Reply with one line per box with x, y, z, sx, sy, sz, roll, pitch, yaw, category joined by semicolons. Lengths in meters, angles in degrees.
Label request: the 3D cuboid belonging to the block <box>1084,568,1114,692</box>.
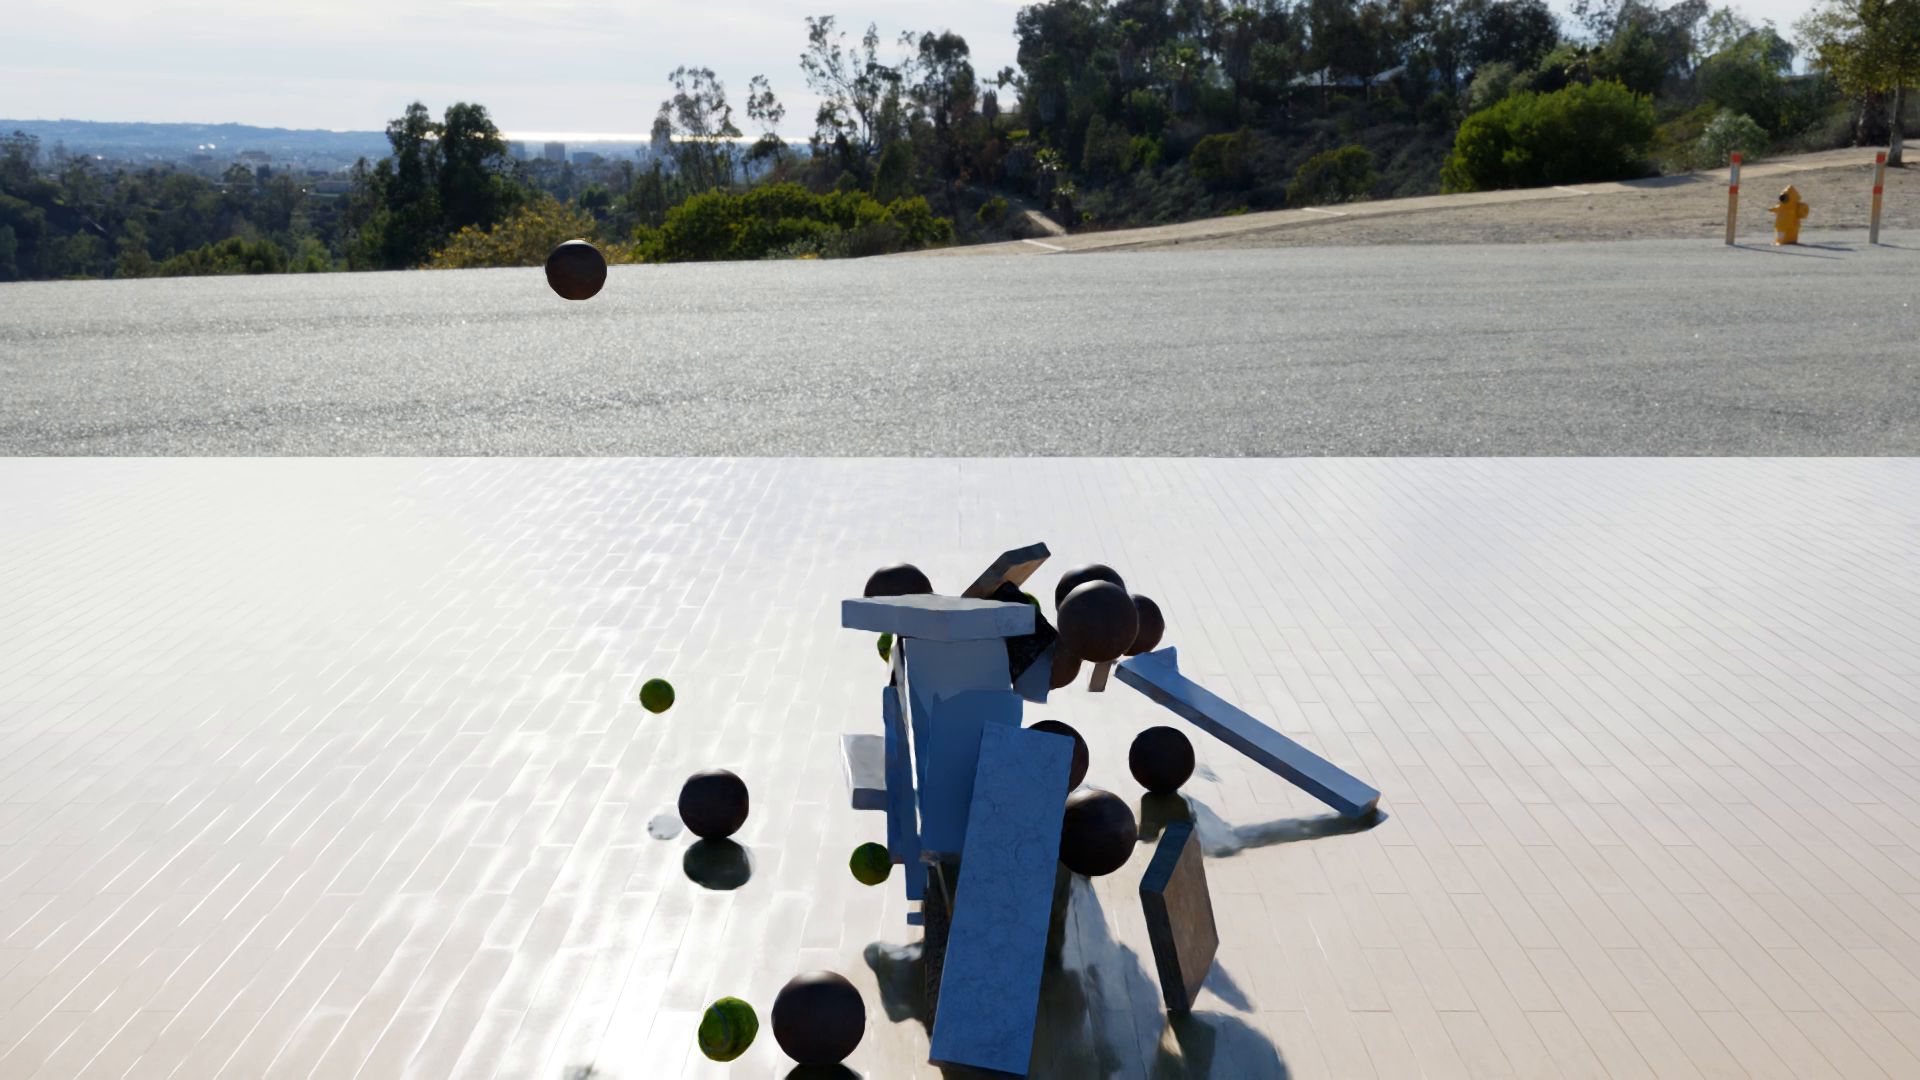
0.253;0.164;4.005;0.030;0.104;0.209;6;46;-5;block

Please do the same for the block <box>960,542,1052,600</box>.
0.064;0.082;3.933;0.104;0.030;0.209;-14;-24;-46;block

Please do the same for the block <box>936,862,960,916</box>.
0.019;0.467;3.152;0.101;0.029;0.202;-2;25;-8;block

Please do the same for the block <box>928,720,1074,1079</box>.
0.060;0.492;3.040;0.131;0.493;0.037;11;-29;-1;block

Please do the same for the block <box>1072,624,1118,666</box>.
0.275;0.214;4.469;0.058;0.016;0.115;36;-5;40;block

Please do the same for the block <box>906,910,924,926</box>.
-0.021;0.595;3.465;0.069;0.020;0.139;-3;-8;27;block

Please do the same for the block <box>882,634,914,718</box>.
-0.044;0.219;3.590;0.146;0.041;0.292;1;-26;-6;block

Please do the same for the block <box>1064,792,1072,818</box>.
0.125;0.446;3.871;0.130;0.037;0.261;-14;-25;-1;block

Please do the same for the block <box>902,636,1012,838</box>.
0.004;0.287;3.263;0.155;0.310;0.044;-2;-33;-7;block

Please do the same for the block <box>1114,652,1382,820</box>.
0.546;0.371;4.212;0.550;0.030;0.104;31;24;25;block

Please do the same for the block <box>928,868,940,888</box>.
0.003;0.574;3.195;0.101;0.202;0.029;0;13;-4;block

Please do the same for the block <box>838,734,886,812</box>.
-0.127;0.388;3.672;0.131;0.037;0.261;4;14;-9;block

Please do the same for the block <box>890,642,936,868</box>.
0.005;0.324;3.369;0.155;0.354;0.044;-6;-17;-19;block

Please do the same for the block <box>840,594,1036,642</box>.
-0.037;0.116;3.343;0.155;0.044;0.310;-3;3;-32;block

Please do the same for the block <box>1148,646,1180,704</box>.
0.431;0.284;4.622;0.058;0.115;0.016;-17;-32;22;block

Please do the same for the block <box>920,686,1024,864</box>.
0.018;0.341;3.179;0.131;0.263;0.037;5;-33;0;block

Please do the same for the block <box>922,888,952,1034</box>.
0.001;0.595;3.117;0.101;0.202;0.029;-1;-17;-5;block

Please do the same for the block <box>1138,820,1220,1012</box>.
0.314;0.538;3.141;0.037;0.263;0.131;7;43;26;block

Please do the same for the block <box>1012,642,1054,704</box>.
0.130;0.226;3.901;0.062;0.123;0.017;14;-21;-14;block

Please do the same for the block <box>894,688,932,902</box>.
-0.020;0.393;3.428;0.146;0.328;0.041;-4;-12;0;block

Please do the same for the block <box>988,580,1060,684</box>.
0.040;0.207;3.827;0.261;0.131;0.037;-45;8;-21;block

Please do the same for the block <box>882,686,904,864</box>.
-0.045;0.371;3.517;0.146;0.292;0.041;-3;-29;0;block
